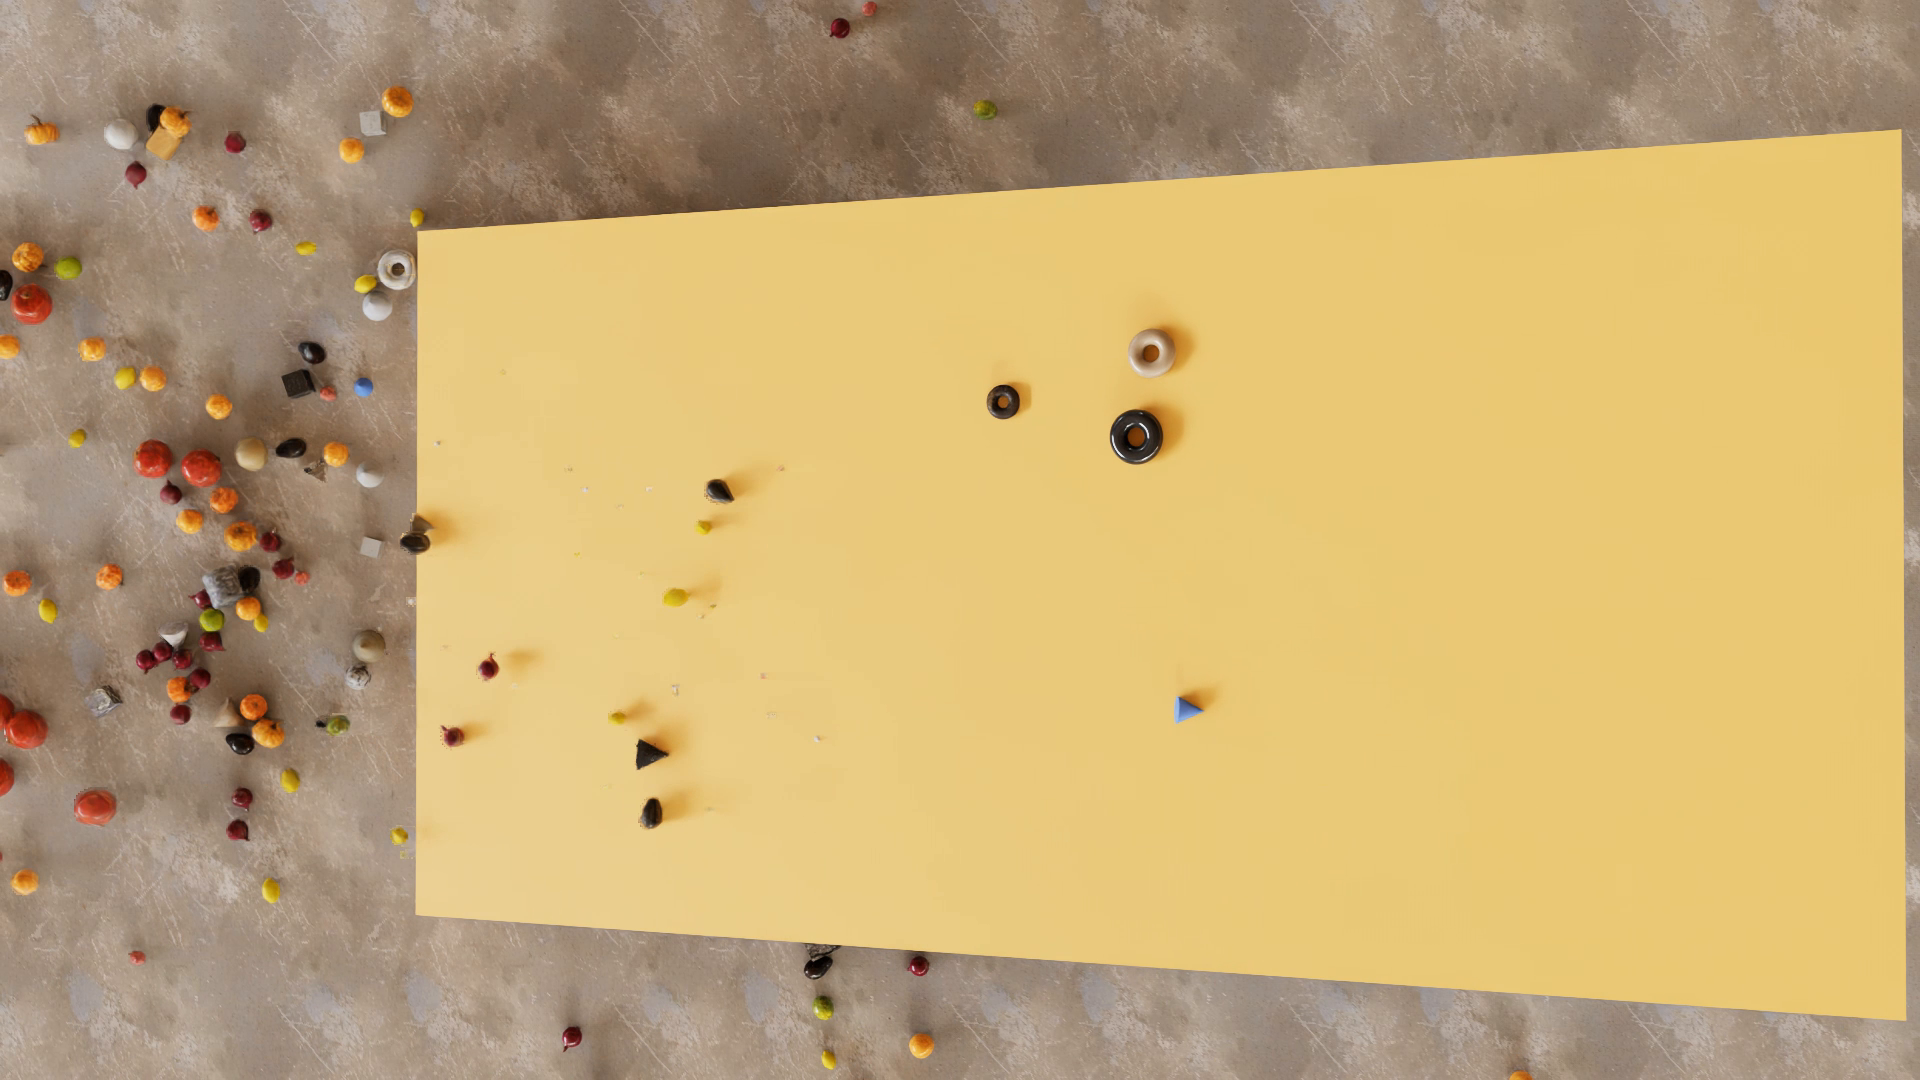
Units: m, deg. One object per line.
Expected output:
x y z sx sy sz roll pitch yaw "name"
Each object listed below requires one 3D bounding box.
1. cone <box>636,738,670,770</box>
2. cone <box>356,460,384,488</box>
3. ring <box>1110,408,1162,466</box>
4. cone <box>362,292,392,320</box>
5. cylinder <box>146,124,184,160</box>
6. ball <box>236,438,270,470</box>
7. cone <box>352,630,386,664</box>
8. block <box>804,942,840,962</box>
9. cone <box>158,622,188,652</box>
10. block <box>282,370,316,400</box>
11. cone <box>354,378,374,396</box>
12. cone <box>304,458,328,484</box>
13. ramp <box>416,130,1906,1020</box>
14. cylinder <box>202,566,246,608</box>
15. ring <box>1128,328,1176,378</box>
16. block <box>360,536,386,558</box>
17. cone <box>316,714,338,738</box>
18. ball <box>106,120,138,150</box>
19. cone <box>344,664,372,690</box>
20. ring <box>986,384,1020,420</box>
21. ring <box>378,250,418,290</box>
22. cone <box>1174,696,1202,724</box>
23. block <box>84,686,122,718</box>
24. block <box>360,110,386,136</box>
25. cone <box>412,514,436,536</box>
-0.850 0.596 6.109 0.090 0.090 0.090 2 89 -5 "cone"
-1.751 -0.198 6.491 0.084 0.084 0.084 0 89 0 "cone"
0.448 -0.262 5.590 0.143 0.048 0.143 1 93 24 "ring"
-1.732 -0.696 6.494 0.090 0.090 0.090 0 89 0 "cone"
-2.353 -1.175 6.503 0.077 0.077 0.077 36 95 0 "cylinder"
-2.088 -0.253 6.485 0.096 0.096 0.096 0 89 0 "ball"
-1.754 0.315 6.477 0.098 0.098 0.098 0 89 0 "cone"
-0.410 1.174 6.471 0.089 0.089 0.089 -27 89 0 "block"
-2.318 0.299 6.507 0.087 0.087 0.087 -5 116 0 "cone"
-1.956 -0.461 6.503 0.066 0.066 0.066 -20 89 0 "block"
-1.772 -0.454 6.507 0.057 0.057 0.057 0 89 0 "cone"
-1.895 -0.194 6.517 0.072 0.072 0.072 -30 116 0 "cone"
0.283 0.086 5.732 4.000 0.100 2.000 0 89 22 "ramp"
-2.170 0.139 6.477 0.096 0.096 0.096 -24 85 0 "cylinder"
0.486 -0.474 5.580 0.128 0.043 0.128 -1 88 23 "ring"
-1.737 0.022 6.504 0.052 0.052 0.052 16 89 0 "block"
-1.863 0.563 6.508 0.067 0.067 0.067 -16 116 0 "cone"
-2.478 -1.199 6.502 0.087 0.087 0.087 0 89 0 "ball"
-1.787 0.404 6.486 0.079 0.079 0.079 0 89 0 "cone"
0.113 -0.360 5.736 0.092 0.031 0.092 0 90 21 "ring"
-1.666 -0.802 6.520 0.121 0.040 0.121 0 88 0 "ring"
0.581 0.429 5.536 0.071 0.071 0.071 6 89 -10 "cone"
-2.529 0.476 6.491 0.065 0.065 0.065 -38 89 0 "block"
-1.739 -1.235 6.516 0.059 0.059 0.059 -7 89 0 "block"
-1.558 -0.038 6.409 0.065 0.065 0.065 10 89 -5 "cone"
